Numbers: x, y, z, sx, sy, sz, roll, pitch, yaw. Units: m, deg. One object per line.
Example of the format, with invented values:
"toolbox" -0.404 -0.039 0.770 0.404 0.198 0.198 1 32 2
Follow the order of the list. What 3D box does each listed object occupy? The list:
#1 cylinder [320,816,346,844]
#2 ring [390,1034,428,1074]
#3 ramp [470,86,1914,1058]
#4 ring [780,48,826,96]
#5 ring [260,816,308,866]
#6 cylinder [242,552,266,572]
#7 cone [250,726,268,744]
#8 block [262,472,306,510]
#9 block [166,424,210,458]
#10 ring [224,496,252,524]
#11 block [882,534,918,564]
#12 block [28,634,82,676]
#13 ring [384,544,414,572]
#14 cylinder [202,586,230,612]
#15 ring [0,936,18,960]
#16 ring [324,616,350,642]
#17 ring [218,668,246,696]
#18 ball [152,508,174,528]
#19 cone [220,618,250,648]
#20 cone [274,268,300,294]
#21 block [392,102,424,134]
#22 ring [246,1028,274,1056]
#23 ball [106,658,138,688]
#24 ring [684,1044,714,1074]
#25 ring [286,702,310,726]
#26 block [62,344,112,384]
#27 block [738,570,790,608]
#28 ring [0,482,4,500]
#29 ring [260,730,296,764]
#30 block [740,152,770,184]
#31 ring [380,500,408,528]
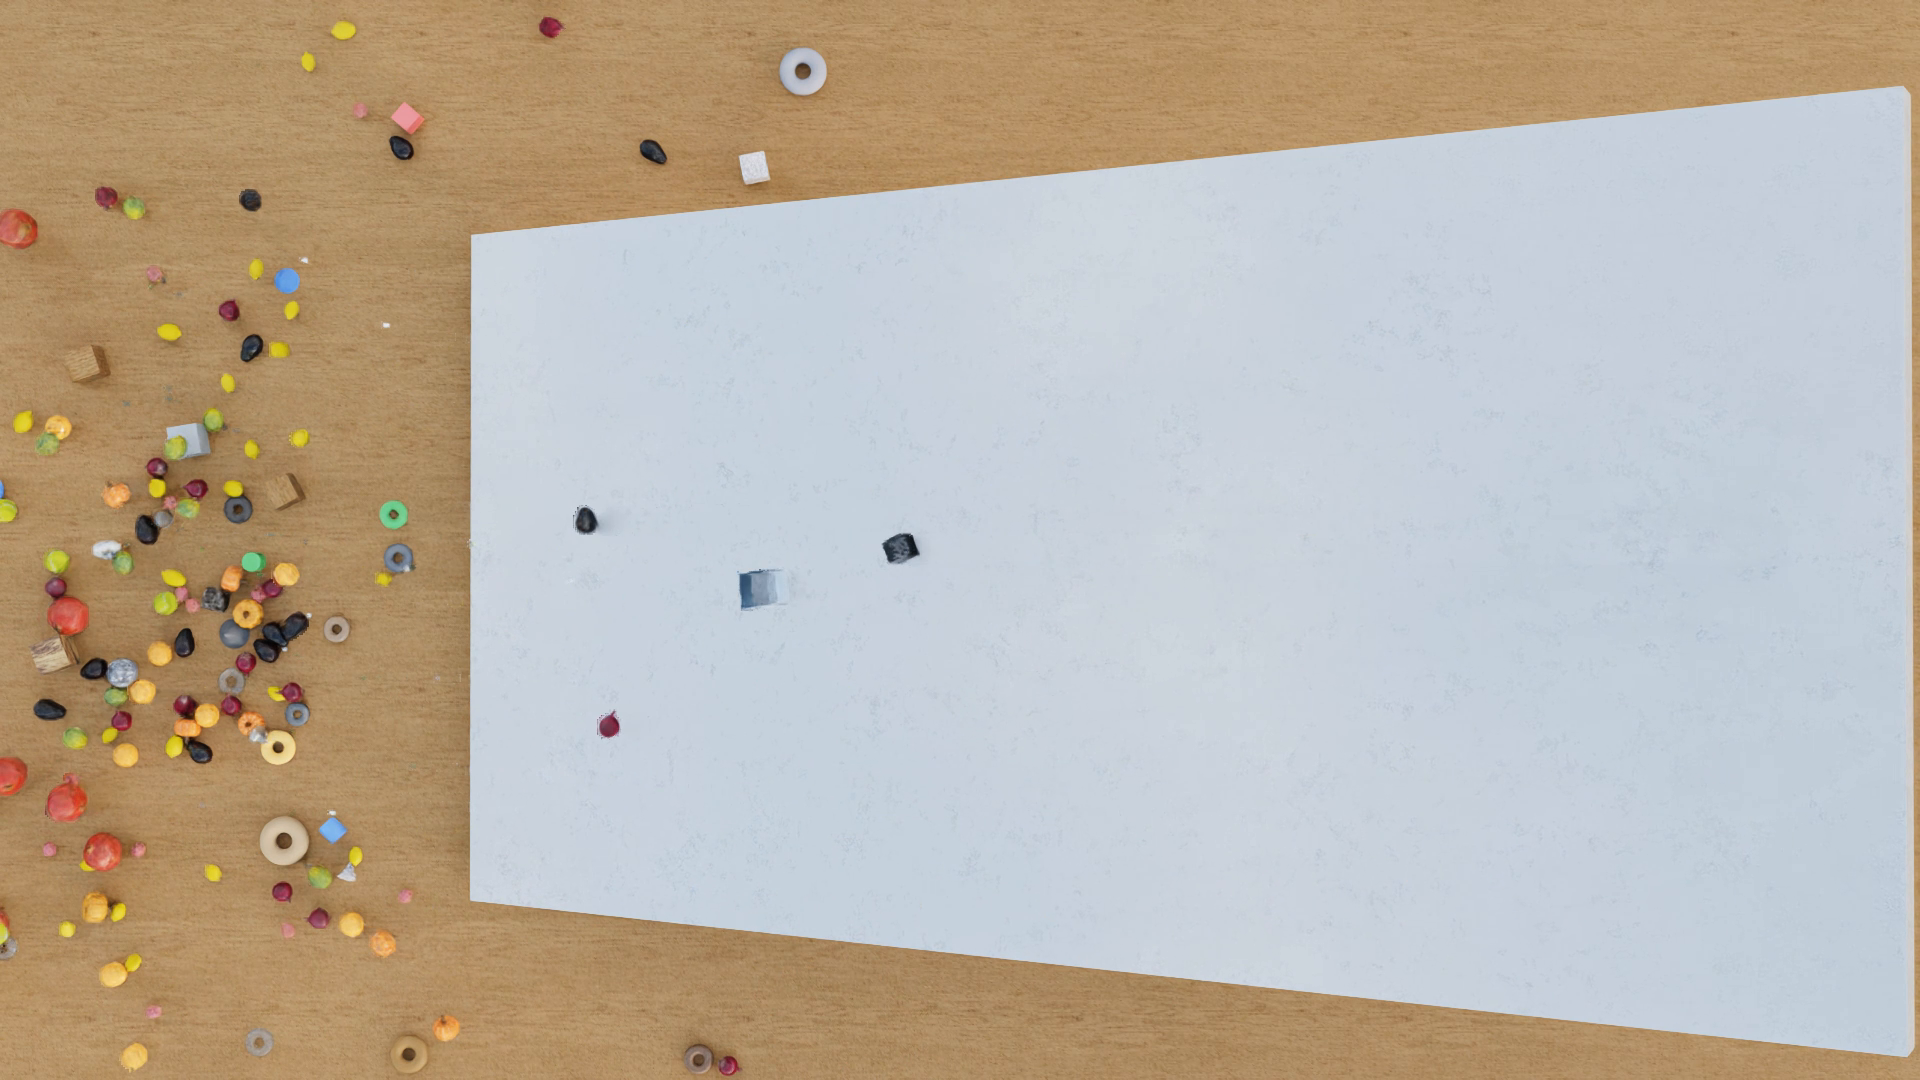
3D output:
"cylinder" -1.899 0.880 6.656 0.059 0.059 0.059 -44 90 0
"ring" -1.669 1.557 6.660 0.117 0.039 0.117 0 88 0
"ramp" 0.264 0.073 5.611 4.000 0.100 2.000 0 89 31
"ring" -0.477 -1.424 6.683 0.146 0.049 0.146 0 90 1
"ring" -2.046 0.911 6.661 0.149 0.050 0.149 0 88 1
"cylinder" -2.139 0.067 6.665 0.057 0.057 0.057 0 89 0
"cone" -2.103 0.600 6.638 0.057 0.057 0.057 37 90 25
"block" -2.046 -0.146 6.653 0.084 0.084 0.084 -28 90 0
"block" -2.333 -0.300 6.651 0.090 0.090 0.090 -10 89 0
"ring" -2.193 -0.093 6.680 0.087 0.029 0.087 0 89 -1
"block" -0.156 0.023 5.773 0.060 0.060 0.060 -28 76 28
"block" -2.732 0.346 6.643 0.095 0.095 0.095 -21 90 0
"ring" -1.706 0.055 6.678 0.091 0.030 0.091 0 89 -1
"cylinder" -2.254 0.179 6.661 0.062 0.062 0.062 14 89 -1
"ring" -2.897 1.237 6.670 0.076 0.025 0.076 0 86 -1
"ring" -1.892 0.271 6.677 0.083 0.028 0.083 0 88 1
"ring" -2.210 0.430 6.675 0.087 0.029 0.087 0 90 1
"ball" -2.415 -0.065 6.664 0.060 0.060 0.060 0 89 0
"cone" -2.208 0.284 6.644 0.093 0.093 0.093 0 89 0
"cone" -2.051 -0.790 6.662 0.077 0.077 0.077 0 89 0
"block" -1.676 -1.280 6.674 0.062 0.062 0.062 41 90 0
"ring" -2.123 1.523 6.665 0.088 0.029 0.088 0 91 1
"ball" -2.532 0.401 6.645 0.090 0.090 0.090 0 89 0
"ring" -0.792 1.574 6.664 0.092 0.031 0.092 0 89 -1
"ring" -2.012 0.529 6.676 0.075 0.025 0.075 0 91 1
"block" -2.641 -0.531 6.654 0.090 0.090 0.090 -19 89 0
"block" -0.532 0.133 5.981 0.095 0.095 0.095 -9 85 31
"ring" -2.955 -0.152 6.678 0.102 0.034 0.102 0 90 -1
"ring" -2.068 0.629 6.671 0.105 0.035 0.105 0 89 -1
"block" -0.622 -1.128 6.666 0.076 0.076 0.076 -11 89 0
"ring" -1.720 -0.077 6.680 0.087 0.029 0.087 0 91 0
